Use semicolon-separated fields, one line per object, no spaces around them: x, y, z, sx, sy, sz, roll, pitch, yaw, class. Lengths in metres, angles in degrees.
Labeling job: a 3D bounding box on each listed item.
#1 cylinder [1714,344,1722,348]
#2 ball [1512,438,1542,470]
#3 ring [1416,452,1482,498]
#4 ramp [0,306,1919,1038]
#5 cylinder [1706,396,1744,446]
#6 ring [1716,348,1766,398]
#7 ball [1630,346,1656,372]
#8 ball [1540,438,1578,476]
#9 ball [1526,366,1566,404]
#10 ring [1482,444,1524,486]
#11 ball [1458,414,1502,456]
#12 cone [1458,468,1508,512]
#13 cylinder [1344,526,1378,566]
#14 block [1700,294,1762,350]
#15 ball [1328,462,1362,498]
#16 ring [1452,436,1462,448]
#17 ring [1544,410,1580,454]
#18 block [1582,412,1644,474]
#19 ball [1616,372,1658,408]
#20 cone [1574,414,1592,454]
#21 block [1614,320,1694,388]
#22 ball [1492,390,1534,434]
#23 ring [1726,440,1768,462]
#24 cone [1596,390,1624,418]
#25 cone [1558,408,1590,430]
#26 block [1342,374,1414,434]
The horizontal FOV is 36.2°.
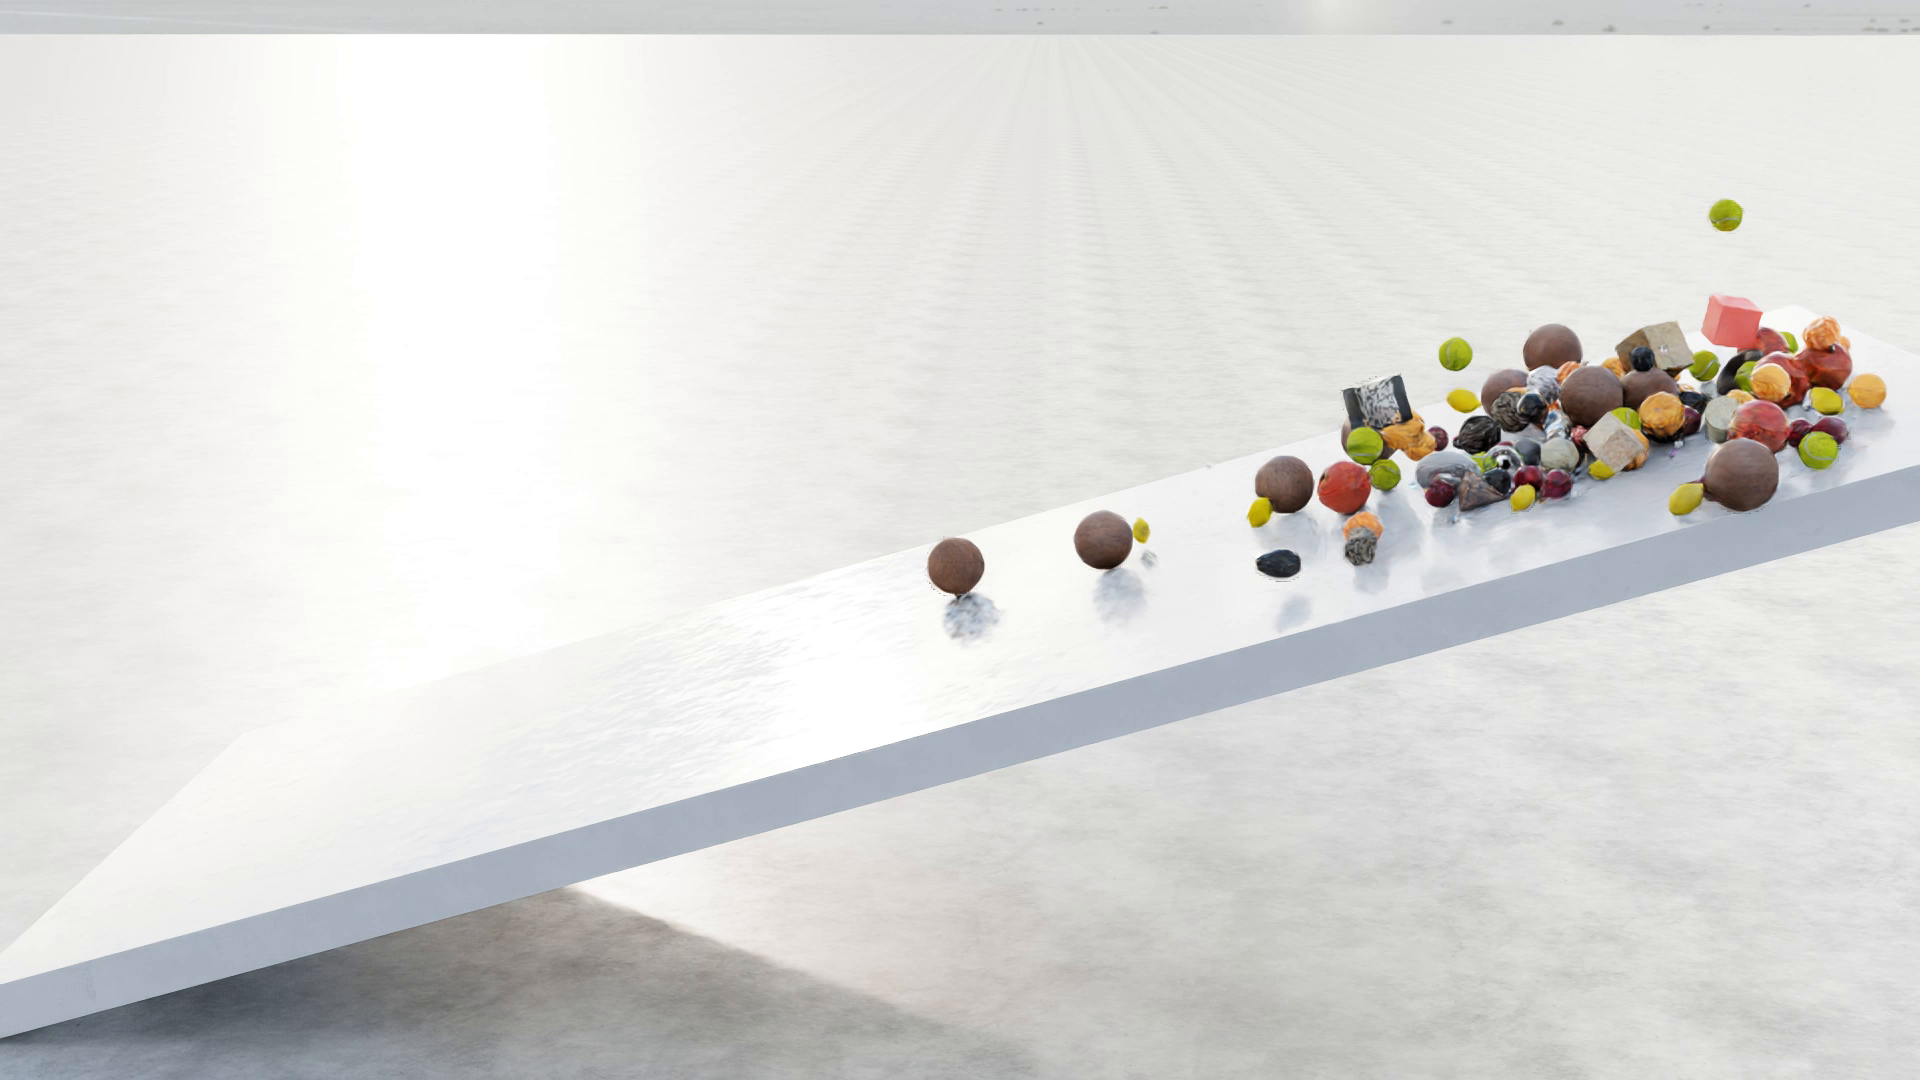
1.788;-0.485;6.863;0.059;0.059;0.059;-17;13;-7;cylinder
1.174;-0.178;6.107;0.068;0.068;0.068;0;10;0;ball
0.999;-0.133;6.015;0.137;0.046;0.137;10;-31;6;ring
0.087;0.188;6.323;4.000;0.100;2.000;-15;10;5;ramp
1.502;-0.234;5.781;0.072;0.072;0.072;3;-23;17;cylinder
1.657;-0.353;6.243;0.042;0.125;0.125;37;4;-13;ring
1.397;-0.370;6.021;0.052;0.052;0.052;0;10;0;ball
1.203;-0.167;5.903;0.076;0.076;0.076;0;10;0;ball
1.261;-0.333;6.334;0.083;0.083;0.083;0;10;0;ball
1.110;-0.152;6.011;0.088;0.088;0.029;4;-4;23;ring
1.111;-0.223;6.286;0.089;0.089;0.089;0;10;0;ball
1.054;-0.091;5.890;0.091;0.091;0.091;11;11;1;cone
0.775;0.012;5.682;0.059;0.059;0.059;2;23;11;cylinder
1.640;-0.464;6.251;0.087;0.087;0.087;8;22;-7;block
0.834;-0.130;6.374;0.075;0.075;0.075;0;10;0;ball
1.130;-0.219;6.494;0.087;0.029;0.087;-7;-2;0;ring
1.247;-0.218;6.097;0.038;0.113;0.113;-28;-1;23;ring
1.265;-0.189;5.695;0.071;0.071;0.071;34;21;-23;block
1.477;-0.332;6.415;0.090;0.090;0.090;0;10;0;ball
1.303;-0.228;6.143;0.079;0.079;0.079;-16;10;3;cone
1.455;-0.388;6.162;0.099;0.099;0.099;-12;-15;-30;block
1.189;-0.276;6.329;0.091;0.091;0.091;0;10;0;ball
1.508;-0.169;5.630;0.080;0.027;0.080;-16;8;2;ring
1.385;-0.286;6.332;0.065;0.065;0.065;-19;21;-41;cone
1.296;-0.256;6.168;0.089;0.089;0.089;-6;-23;-29;cone
0.828;-0.270;5.837;0.092;0.092;0.092;-17;4;-15;block
